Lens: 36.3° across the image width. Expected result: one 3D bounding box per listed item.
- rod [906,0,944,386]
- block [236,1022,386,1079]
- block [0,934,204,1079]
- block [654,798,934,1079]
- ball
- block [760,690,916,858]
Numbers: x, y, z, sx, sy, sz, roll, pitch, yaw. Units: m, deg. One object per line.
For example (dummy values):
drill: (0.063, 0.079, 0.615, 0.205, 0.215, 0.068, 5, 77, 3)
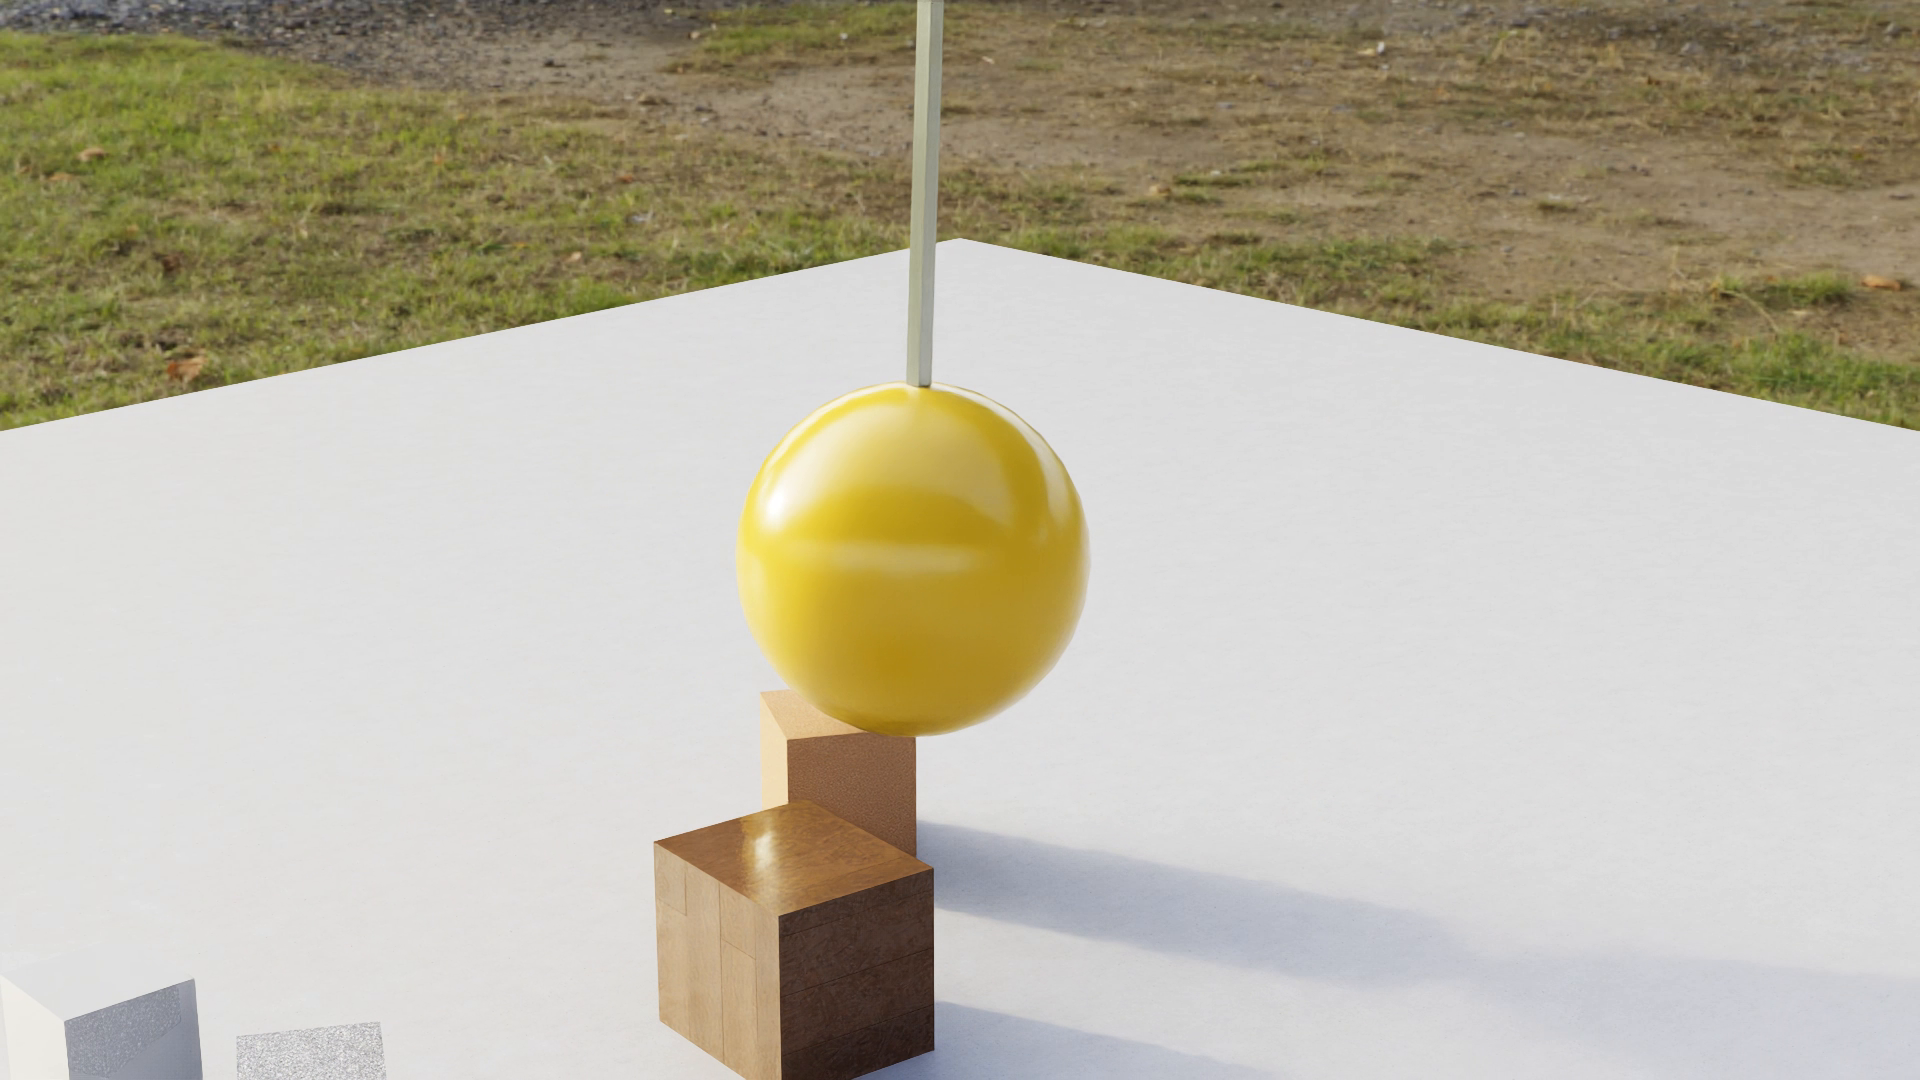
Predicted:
rod: (-0.091, -3.192, 12.243, 0.080, 5.200, 0.080, 17, 21, 42)
block: (-2.303, 2.154, 10.494, 0.513, 0.598, 0.605, -4, 18, -13)
block: (-3.272, 1.935, 11.206, 0.530, 0.589, 0.531, -15, 23, -40)
block: (-0.670, 1.635, 11.813, 0.741, 0.797, 0.896, -13, 22, -35)
ball: (-0.211, 0.084, 13.147, 1.600, 1.600, 1.600, 0, 17, 0)
block: (-0.572, 1.108, 13.685, 0.601, 0.679, 0.635, -5, 18, -14)
